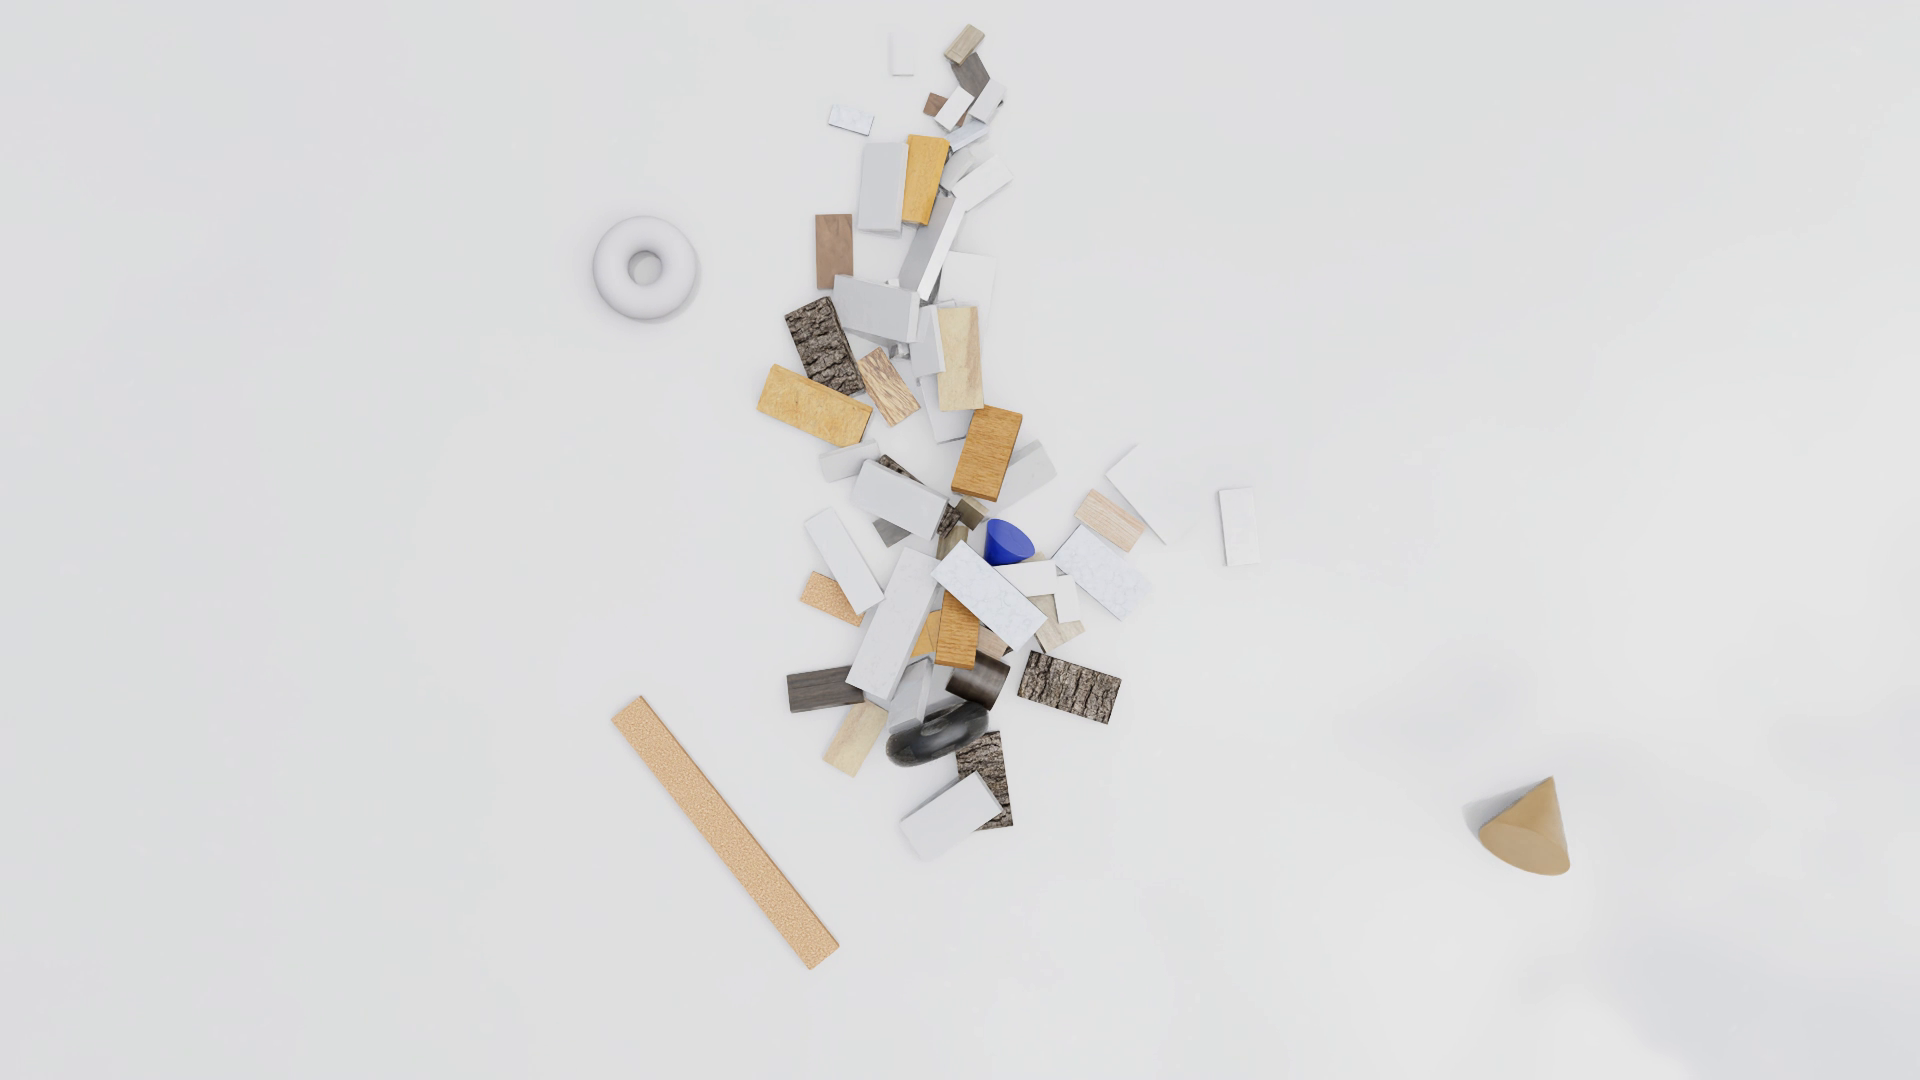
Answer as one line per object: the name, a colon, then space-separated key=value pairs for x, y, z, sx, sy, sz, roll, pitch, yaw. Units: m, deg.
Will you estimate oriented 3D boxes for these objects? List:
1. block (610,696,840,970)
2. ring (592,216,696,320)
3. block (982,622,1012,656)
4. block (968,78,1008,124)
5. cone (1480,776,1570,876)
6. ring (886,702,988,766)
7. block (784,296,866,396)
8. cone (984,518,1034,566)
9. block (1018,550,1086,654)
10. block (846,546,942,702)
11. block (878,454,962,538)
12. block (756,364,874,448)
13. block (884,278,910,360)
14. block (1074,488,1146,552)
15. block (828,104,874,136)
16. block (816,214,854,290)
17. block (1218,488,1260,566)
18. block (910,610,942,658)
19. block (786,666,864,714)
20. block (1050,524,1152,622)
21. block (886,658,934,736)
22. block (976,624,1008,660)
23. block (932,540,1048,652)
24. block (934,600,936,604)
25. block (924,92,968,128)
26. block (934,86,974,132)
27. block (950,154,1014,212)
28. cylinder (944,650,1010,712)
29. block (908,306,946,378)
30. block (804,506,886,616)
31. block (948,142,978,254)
block: x=-0.780 y=0.973 z=5.483 sx=0.123 sy=0.035 sz=1.065 roll=-38 pitch=90 yaw=0
ring: x=-1.042 y=-0.898 z=5.444 sx=0.343 sy=0.114 sz=0.343 roll=0 pitch=91 yaw=1
block: x=0.121 y=0.271 z=5.488 sx=0.082 sy=0.023 sz=0.223 roll=-30 pitch=90 yaw=0
block: x=0.093 y=-1.450 z=5.451 sx=0.068 sy=0.019 sz=0.135 roll=33 pitch=90 yaw=22
cone: x=1.908 y=0.897 z=5.433 sx=0.296 sy=0.296 sz=0.296 roll=33 pitch=63 yaw=0
ring: x=-0.072 y=0.628 z=5.327 sx=0.357 sy=0.357 sz=0.119 roll=-23 pitch=90 yaw=0
block: x=-0.447 y=-0.622 z=5.447 sx=0.162 sy=0.046 sz=0.324 roll=-21 pitch=90 yaw=23
cone: x=0.120 y=0.061 z=5.458 sx=0.187 sy=0.187 sz=0.187 roll=35 pitch=117 yaw=0
block: x=0.273 y=0.205 z=5.442 sx=0.152 sy=0.043 sz=0.303 roll=-28 pitch=88 yaw=-12
block: x=-0.204 y=0.275 z=5.418 sx=0.157 sy=0.044 sz=0.487 roll=22 pitch=84 yaw=21
block: x=-0.150 y=-0.144 z=5.440 sx=0.327 sy=0.028 sz=0.098 roll=38 pitch=111 yaw=6
block: x=-0.479 y=-0.434 z=5.439 sx=0.357 sy=0.046 sz=0.162 roll=24 pitch=121 yaw=0
block: x=-0.218 y=-0.727 z=5.437 sx=0.035 sy=0.122 sz=0.244 roll=-8 pitch=90 yaw=-18
block: x=0.500 y=-0.064 z=5.484 sx=0.220 sy=0.031 sz=0.110 roll=34 pitch=90 yaw=0
block: x=-0.362 y=-1.398 z=5.490 sx=0.139 sy=0.020 sz=0.069 roll=16 pitch=90 yaw=0
block: x=-0.416 y=-0.958 z=5.483 sx=0.122 sy=0.035 sz=0.244 roll=-1 pitch=90 yaw=0
block: x=0.928 y=-0.044 z=5.484 sx=0.110 sy=0.031 sz=0.251 roll=-6 pitch=90 yaw=0
block: x=-0.150 y=0.320 z=5.462 sx=0.252 sy=0.036 sz=0.126 roll=-15 pitch=90 yaw=9
block: x=-0.445 y=0.493 z=5.462 sx=0.246 sy=0.035 sz=0.123 roll=-9 pitch=69 yaw=0
block: x=0.469 y=0.109 z=5.478 sx=0.314 sy=0.044 sz=0.157 roll=40 pitch=90 yaw=0
block: x=-0.163 y=0.510 z=5.370 sx=0.126 sy=0.252 sz=0.036 roll=-24 pitch=125 yaw=30
block: x=0.081 y=0.332 z=5.467 sx=0.152 sy=0.022 sz=0.076 roll=29 pitch=92 yaw=1
block: x=0.095 y=0.180 z=5.358 sx=0.378 sy=0.043 sz=0.152 roll=42 pitch=94 yaw=0
block: x=-0.160 y=0.175 z=5.489 sx=0.152 sy=0.022 sz=0.076 roll=-2 pitch=90 yaw=0
block: x=-0.046 y=-1.432 z=5.490 sx=0.139 sy=0.020 sz=0.069 roll=21 pitch=90 yaw=0
block: x=-0.018 y=-1.429 z=5.467 sx=0.068 sy=0.019 sz=0.135 roll=37 pitch=93 yaw=1
block: x=0.071 y=-1.180 z=5.459 sx=0.193 sy=0.027 sz=0.096 roll=-36 pitch=91 yaw=-1
cylinder: x=0.058 y=0.454 z=5.418 sx=0.164 sy=0.164 sz=0.164 roll=25 pitch=90 yaw=0
block: x=-0.112 y=-0.639 z=5.319 sx=0.108 sy=0.030 sz=0.215 roll=-9 pitch=89 yaw=36
block: x=-0.380 y=0.070 z=5.448 sx=0.108 sy=0.030 sz=0.359 roll=-31 pitch=78 yaw=0
block: x=0.006 y=-1.028 z=5.486 sx=0.096 sy=0.027 sz=0.582 roll=1 pitch=90 yaw=0
